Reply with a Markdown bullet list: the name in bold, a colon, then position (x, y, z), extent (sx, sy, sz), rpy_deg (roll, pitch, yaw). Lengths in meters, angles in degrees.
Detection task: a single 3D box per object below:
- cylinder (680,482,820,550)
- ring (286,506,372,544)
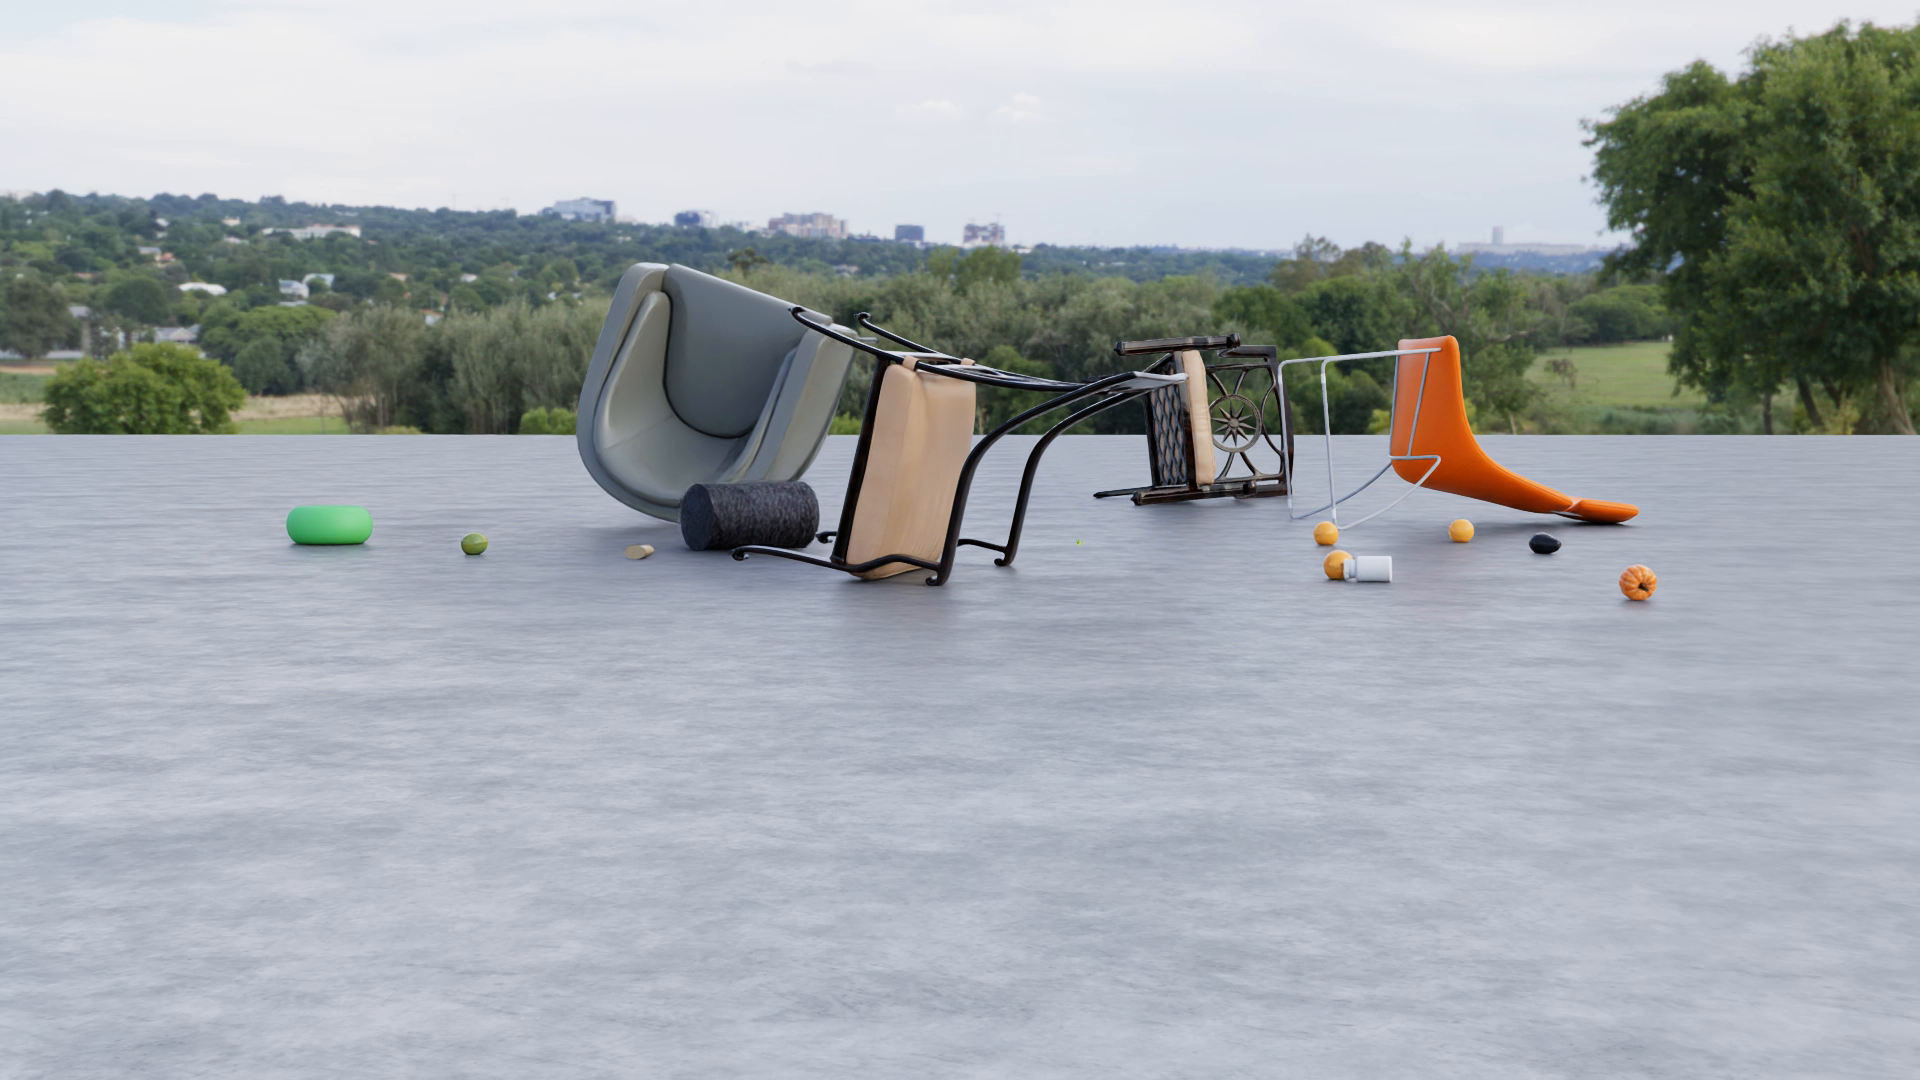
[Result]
- **cylinder**: position (-0.591, -0.067, 6.156), extent (0.304, 0.186, 0.320), rpy_deg (-2, -1, -23)
- **ring**: position (-1.838, -0.044, 6.410), extent (0.282, 0.109, 0.220), rpy_deg (2, 3, 38)
